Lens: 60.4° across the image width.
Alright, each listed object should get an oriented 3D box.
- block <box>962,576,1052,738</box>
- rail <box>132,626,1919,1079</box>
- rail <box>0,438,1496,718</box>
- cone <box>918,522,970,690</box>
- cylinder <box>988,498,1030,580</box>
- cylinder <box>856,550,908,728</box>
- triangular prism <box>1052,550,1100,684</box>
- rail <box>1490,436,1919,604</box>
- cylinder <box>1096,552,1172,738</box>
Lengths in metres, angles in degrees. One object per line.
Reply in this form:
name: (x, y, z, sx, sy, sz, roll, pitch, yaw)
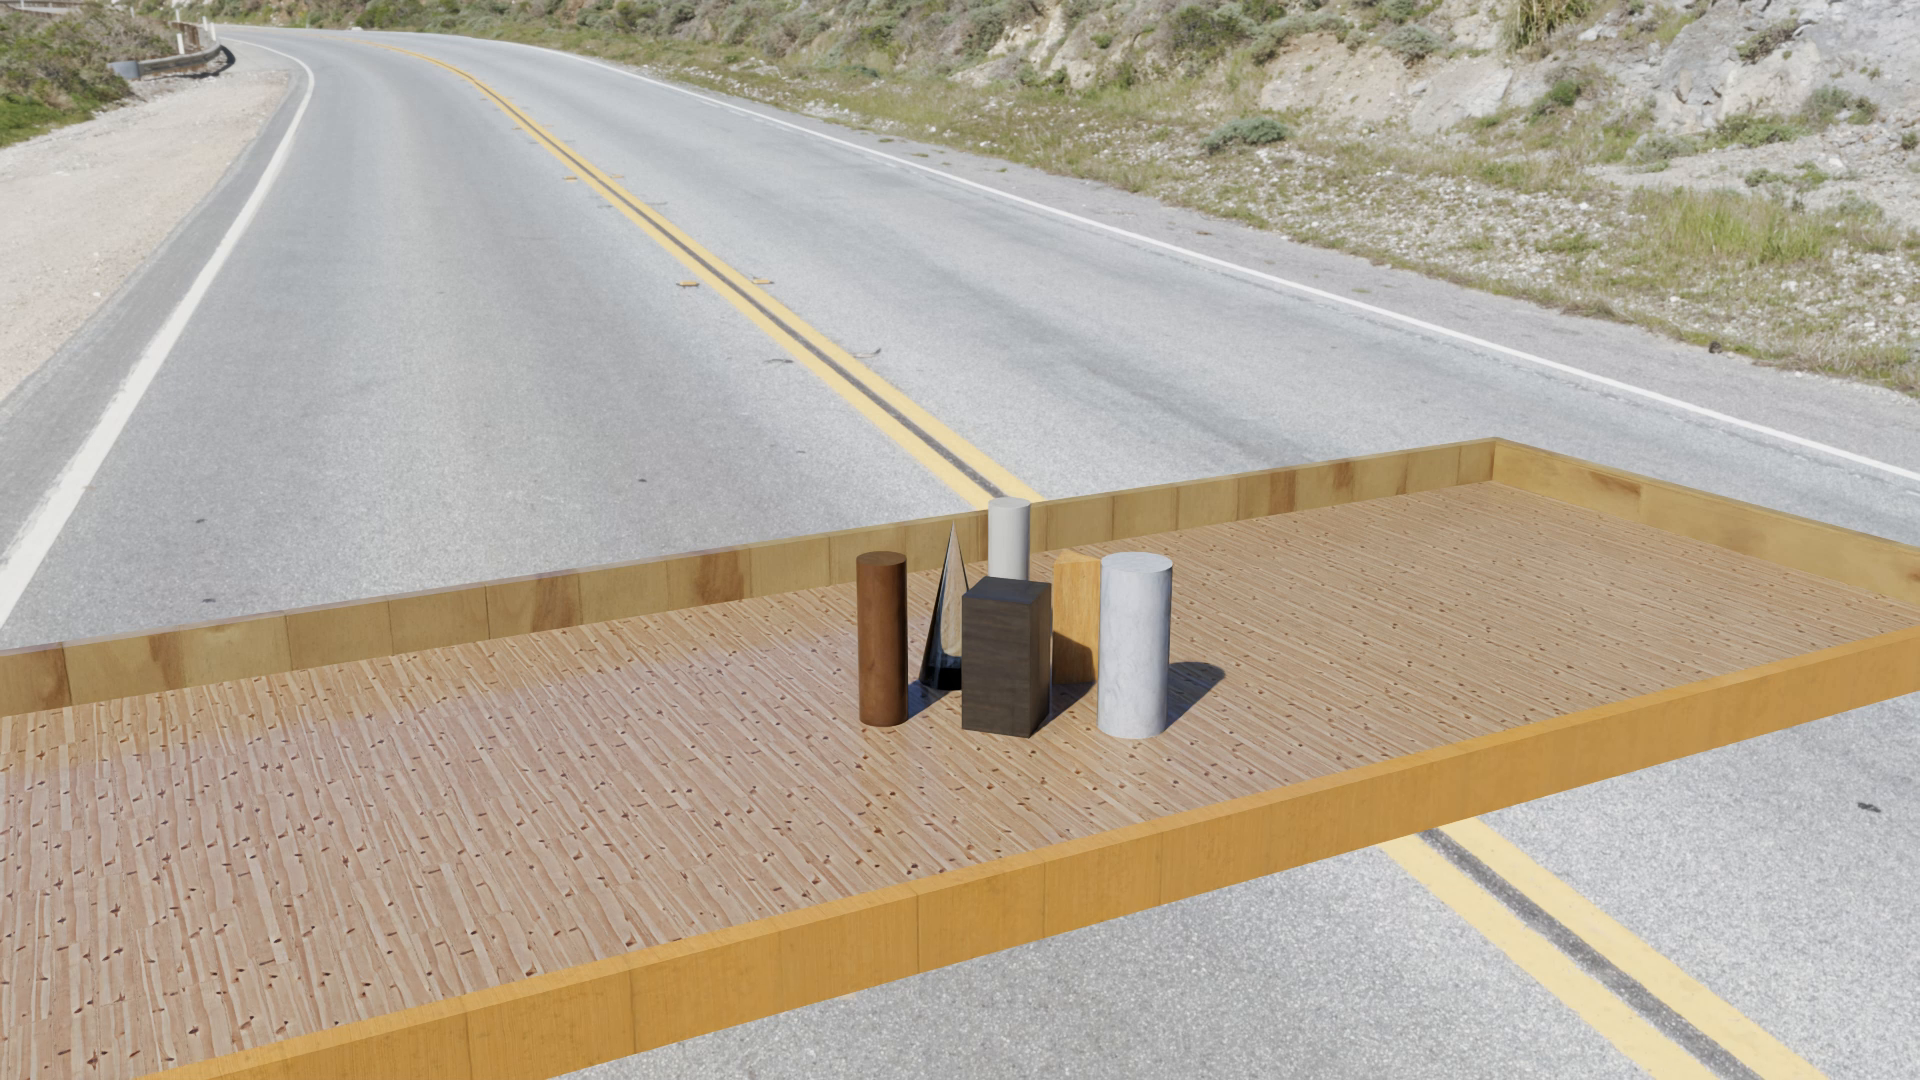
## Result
block: (0.109, 0.271, 3.853, 0.165, 0.326, 0.165, 6, 17, 19)
rail: (-2.336, 1.006, 1.665, 12.000, 0.150, 0.050, -9, 18, -27)
rail: (-3.305, 0.497, 3.399, 12.000, 0.150, 0.050, -9, 18, -27)
cone: (-0.016, 0.148, 4.112, 0.179, 0.417, 0.179, 0, 16, 0)
cylinder: (0.128, 0.097, 4.310, 0.109, 0.403, 0.109, 0, 16, 0)
cylinder: (-0.181, 0.232, 3.863, 0.117, 0.396, 0.117, 0, 16, 0)
triangular prism: (0.277, 0.192, 4.142, 0.121, 0.316, 0.105, -4, 17, -14)
rail: (2.466, -0.048, 5.253, 0.050, 0.150, 2.100, -9, 18, -27)
cylinder: (0.403, 0.243, 3.819, 0.164, 0.401, 0.164, 0, 16, 0)
